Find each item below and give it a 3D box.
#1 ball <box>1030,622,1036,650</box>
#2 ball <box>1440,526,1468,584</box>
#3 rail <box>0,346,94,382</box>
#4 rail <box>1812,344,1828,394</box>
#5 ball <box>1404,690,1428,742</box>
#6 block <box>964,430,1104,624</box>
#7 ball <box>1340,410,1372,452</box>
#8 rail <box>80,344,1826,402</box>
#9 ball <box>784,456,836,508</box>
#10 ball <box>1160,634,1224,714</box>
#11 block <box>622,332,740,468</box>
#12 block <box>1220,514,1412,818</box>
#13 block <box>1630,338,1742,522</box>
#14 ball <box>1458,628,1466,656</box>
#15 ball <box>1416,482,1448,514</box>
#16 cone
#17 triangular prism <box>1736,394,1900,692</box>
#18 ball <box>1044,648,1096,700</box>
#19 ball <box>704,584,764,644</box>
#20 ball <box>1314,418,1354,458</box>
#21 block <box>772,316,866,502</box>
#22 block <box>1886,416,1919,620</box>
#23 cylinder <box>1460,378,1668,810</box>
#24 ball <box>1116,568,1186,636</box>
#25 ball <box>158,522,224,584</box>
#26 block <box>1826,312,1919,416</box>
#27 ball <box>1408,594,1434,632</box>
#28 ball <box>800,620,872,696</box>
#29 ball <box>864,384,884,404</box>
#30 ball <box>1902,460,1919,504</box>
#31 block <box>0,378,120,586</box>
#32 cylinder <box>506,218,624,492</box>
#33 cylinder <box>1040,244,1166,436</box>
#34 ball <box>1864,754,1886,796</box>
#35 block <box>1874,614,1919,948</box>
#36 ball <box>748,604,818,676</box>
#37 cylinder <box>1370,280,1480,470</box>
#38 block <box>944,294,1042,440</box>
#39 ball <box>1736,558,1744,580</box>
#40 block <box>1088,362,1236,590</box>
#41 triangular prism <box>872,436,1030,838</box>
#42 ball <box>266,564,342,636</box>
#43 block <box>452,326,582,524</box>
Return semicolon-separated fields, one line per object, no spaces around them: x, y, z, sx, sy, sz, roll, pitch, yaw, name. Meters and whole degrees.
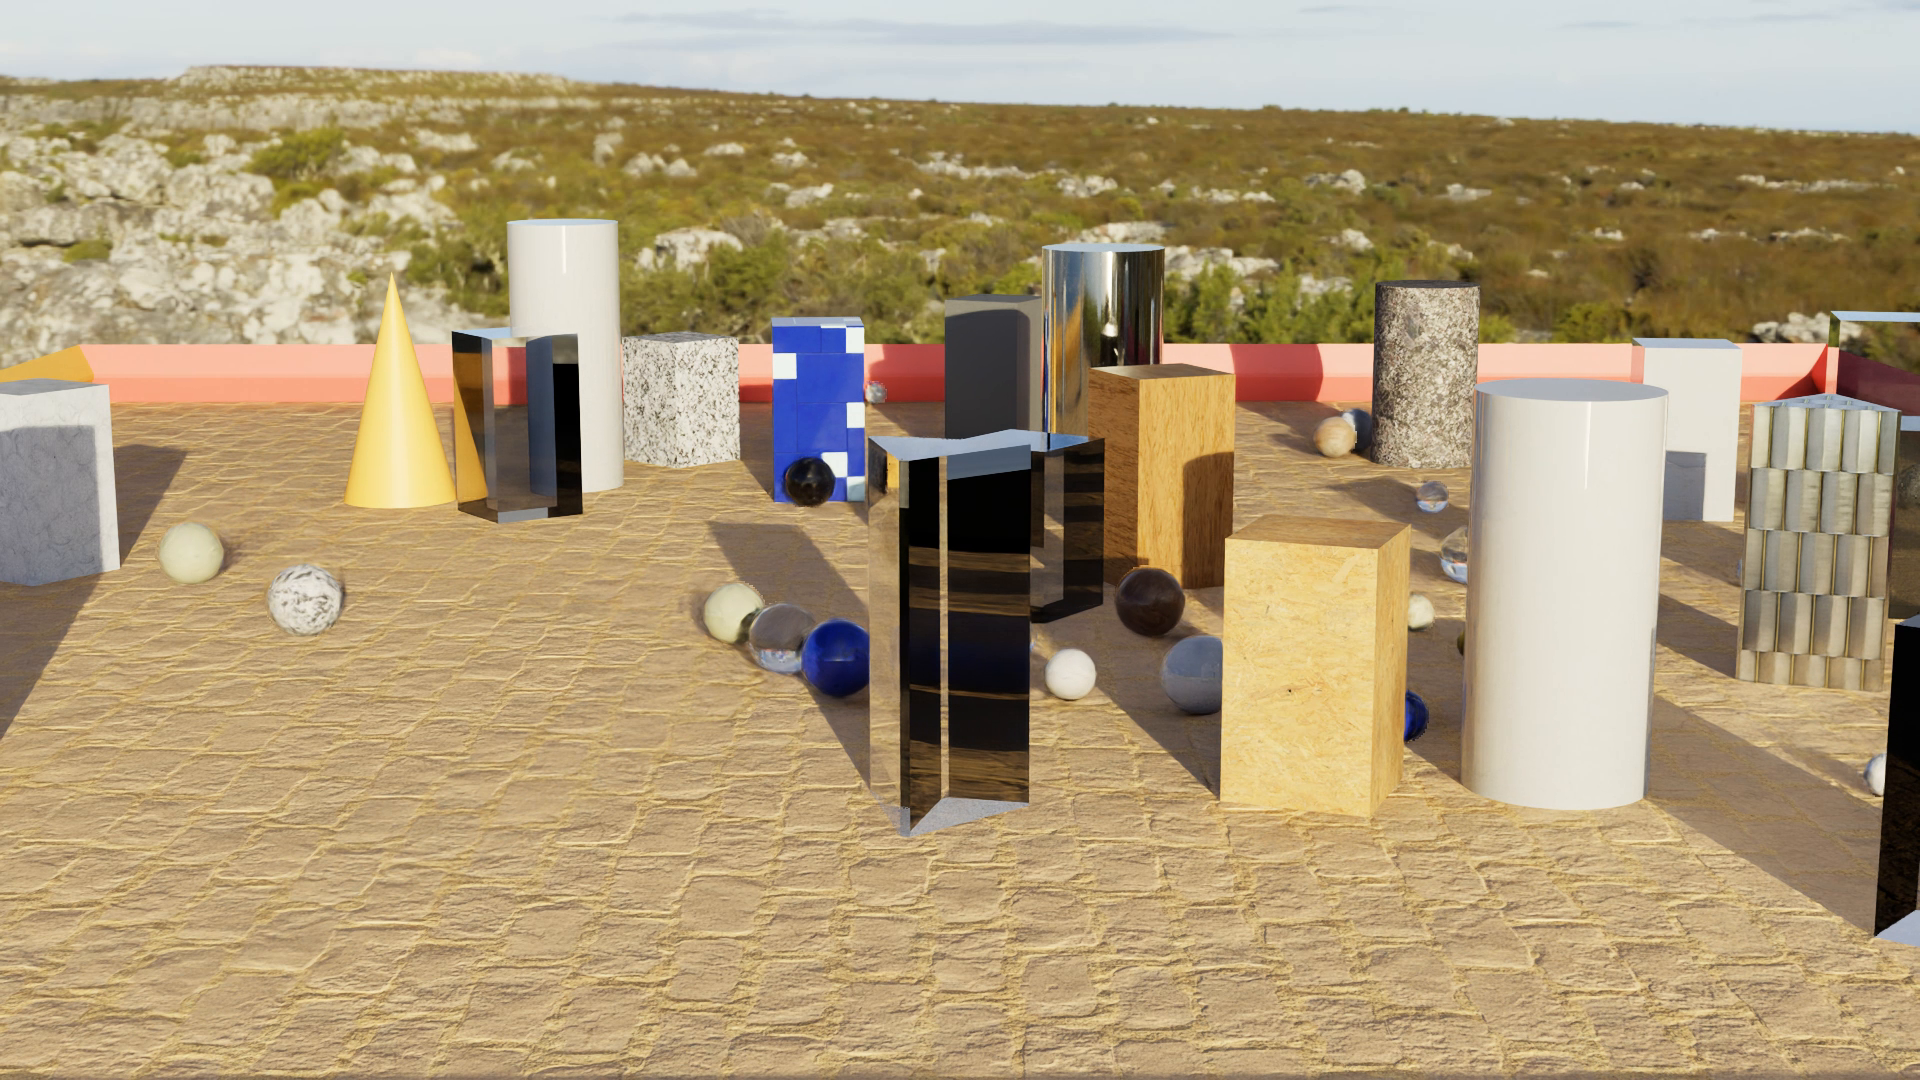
0.069;0.120;3.177;0.052;0.052;0.052;0;11;0;ball
0.718;0.022;3.619;0.081;0.081;0.081;0;11;0;ball
-1.870;0.034;3.439;0.045;0.123;4.304;0;11;0;rail
1.870;0.030;3.460;0.045;0.123;4.304;0;11;0;rail
0.478;0.190;2.782;0.058;0.058;0.058;0;11;0;ball
0.090;-0.021;3.447;0.151;0.229;0.151;7;13;34;block
0.749;-0.207;4.850;0.080;0.080;0.080;0;11;0;ball
-0.012;-0.359;5.542;3.787;0.123;0.045;0;11;0;rail
-0.248;-0.096;4.243;0.085;0.085;0.085;0;11;0;ball
0.271;0.152;2.900;0.090;0.090;0.090;0;11;0;ball
-0.515;-0.261;4.740;0.151;0.228;0.151;10;15;43;block
0.358;0.122;2.578;0.151;0.266;0.151;4;11;21;block
1.176;-0.182;4.177;0.151;0.277;0.151;1;11;7;block
0.635;0.127;3.150;0.047;0.047;0.047;0;11;0;ball
0.770;-0.069;4.185;0.052;0.052;0.052;0;11;0;ball
-0.945;-0.258;4.299;0.189;0.383;0.189;0;11;0;cone
1.027;-0.002;3.067;0.164;0.331;0.142;4;11;20;triangular prism
0.128;0.155;2.963;0.060;0.060;0.060;0;11;0;ball
-0.286;0.093;3.248;0.077;0.077;0.077;0;11;0;ball
0.697;-0.191;4.774;0.076;0.076;0.076;0;11;0;ball
-0.241;-0.222;4.345;0.151;0.296;0.151;-1;11;-5;block
1.225;-0.035;3.458;0.151;0.252;0.151;4;11;19;block
0.607;0.050;2.586;0.189;0.405;0.189;0;11;0;cylinder
0.244;0.079;3.290;0.089;0.089;0.089;0;11;0;ball
-1.084;0.019;3.615;0.088;0.088;0.088;0;11;0;ball
1.428;-0.177;3.984;0.151;0.339;0.151;2;11;13;block
0.589;0.095;3.318;0.049;0.049;0.049;0;11;0;ball
-0.140;0.137;2.978;0.090;0.090;0.090;0;11;0;ball
-0.184;-0.315;5.525;0.044;0.044;0.044;0;11;0;ball
1.608;-0.097;4.263;0.079;0.079;0.079;0;11;0;ball
-1.327;-0.087;3.688;0.151;0.270;0.151;7;13;32;block
-0.681;-0.321;4.438;0.189;0.455;0.189;0;11;0;cylinder
0.220;-0.230;3.975;0.189;0.446;0.189;0;11;0;cylinder
0.930;0.236;2.574;0.044;0.044;0.044;0;11;0;ball
0.877;0.201;2.146;0.151;0.270;0.151;9;14;40;block
-0.211;0.119;3.084;0.086;0.086;0.086;0;11;0;ball
0.854;-0.306;4.711;0.189;0.327;0.189;0;11;0;cylinder
0.073;-0.321;4.907;0.151;0.283;0.151;5;12;26;block
1.117;0.042;3.613;0.044;0.044;0.044;0;11;0;ball
0.283;-0.090;3.625;0.151;0.299;0.151;-5;12;-24;block
-0.040;0.085;2.514;0.164;0.362;0.142;-10;14;-42;triangular prism
-0.840;0.077;3.290;0.093;0.093;0.093;0;11;0;ball
-0.720;-0.191;4.175;0.151;0.296;0.151;-7;13;-35;block
